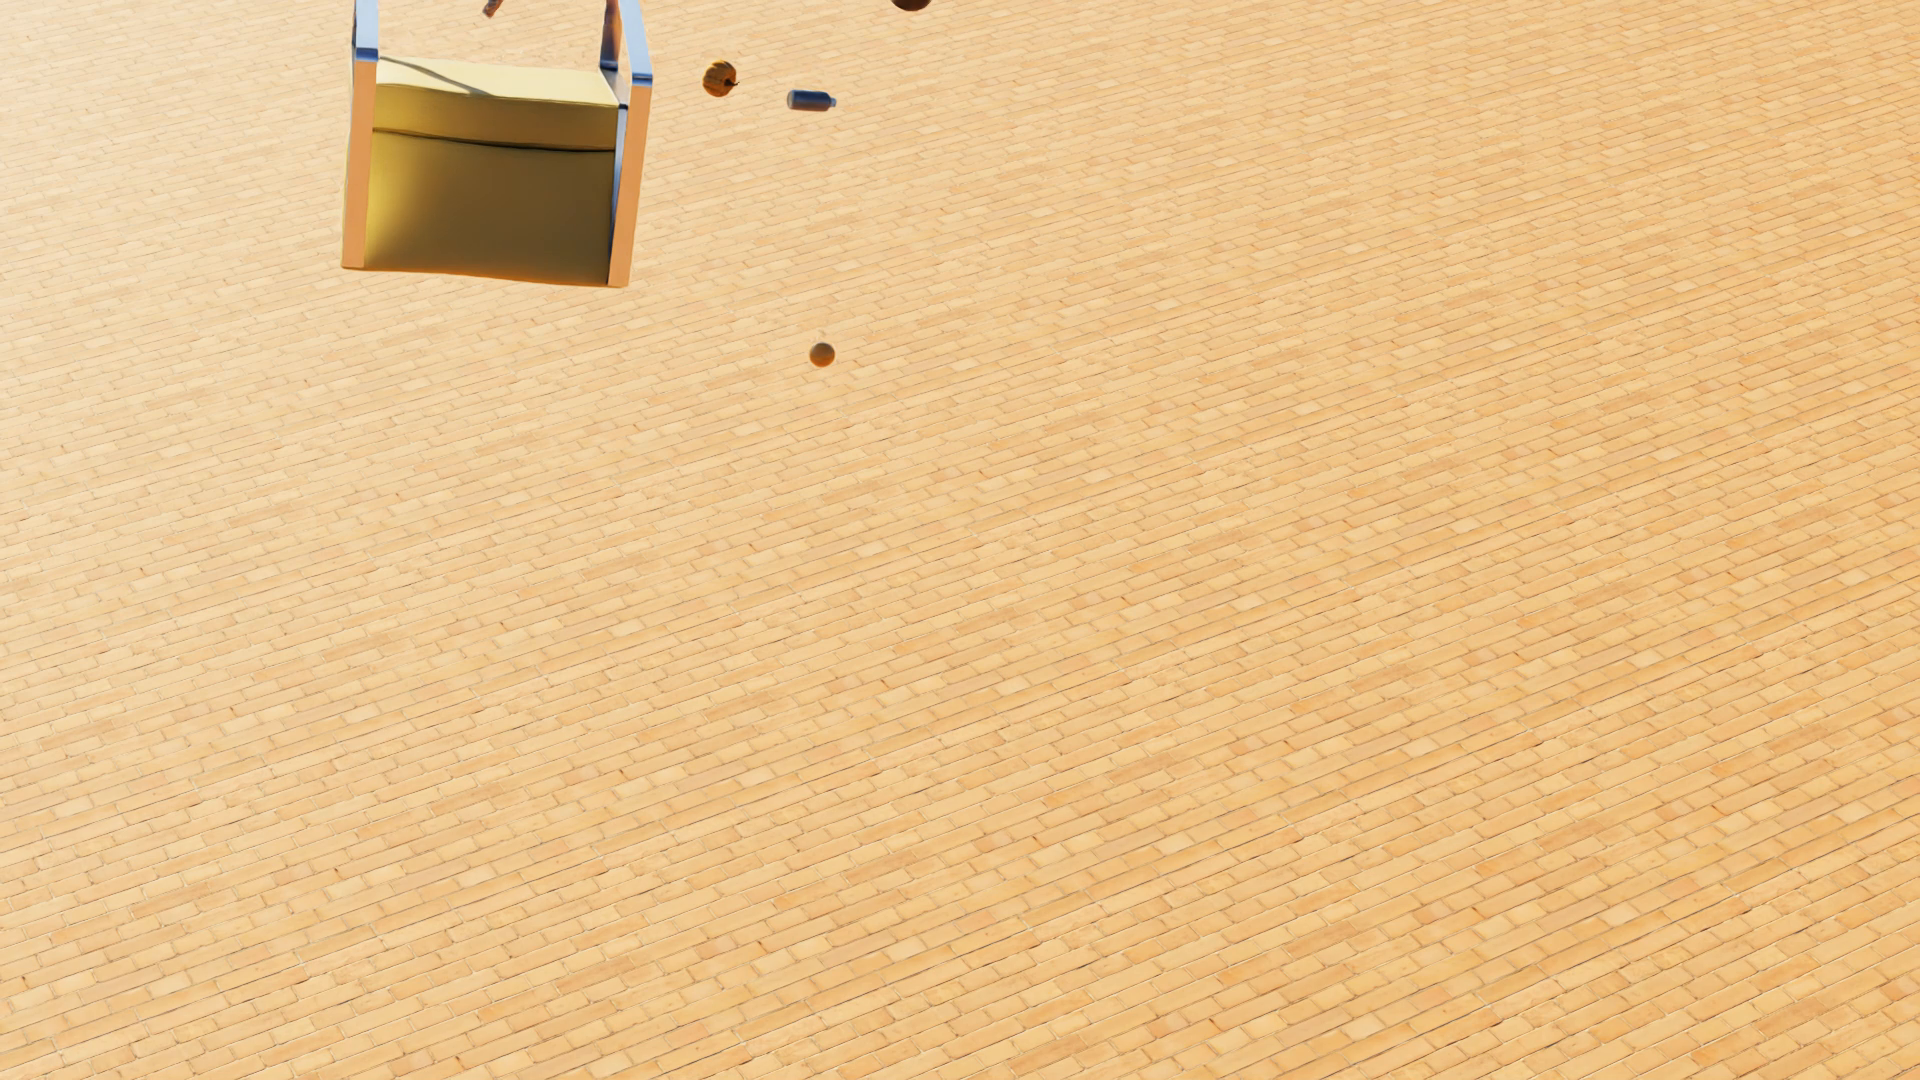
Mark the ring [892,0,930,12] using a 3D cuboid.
[{"bbox_3d":[-0.119,-1.462,7.252,0.114,0.301,0.347,0,26,-5],"label":"ring"}]
